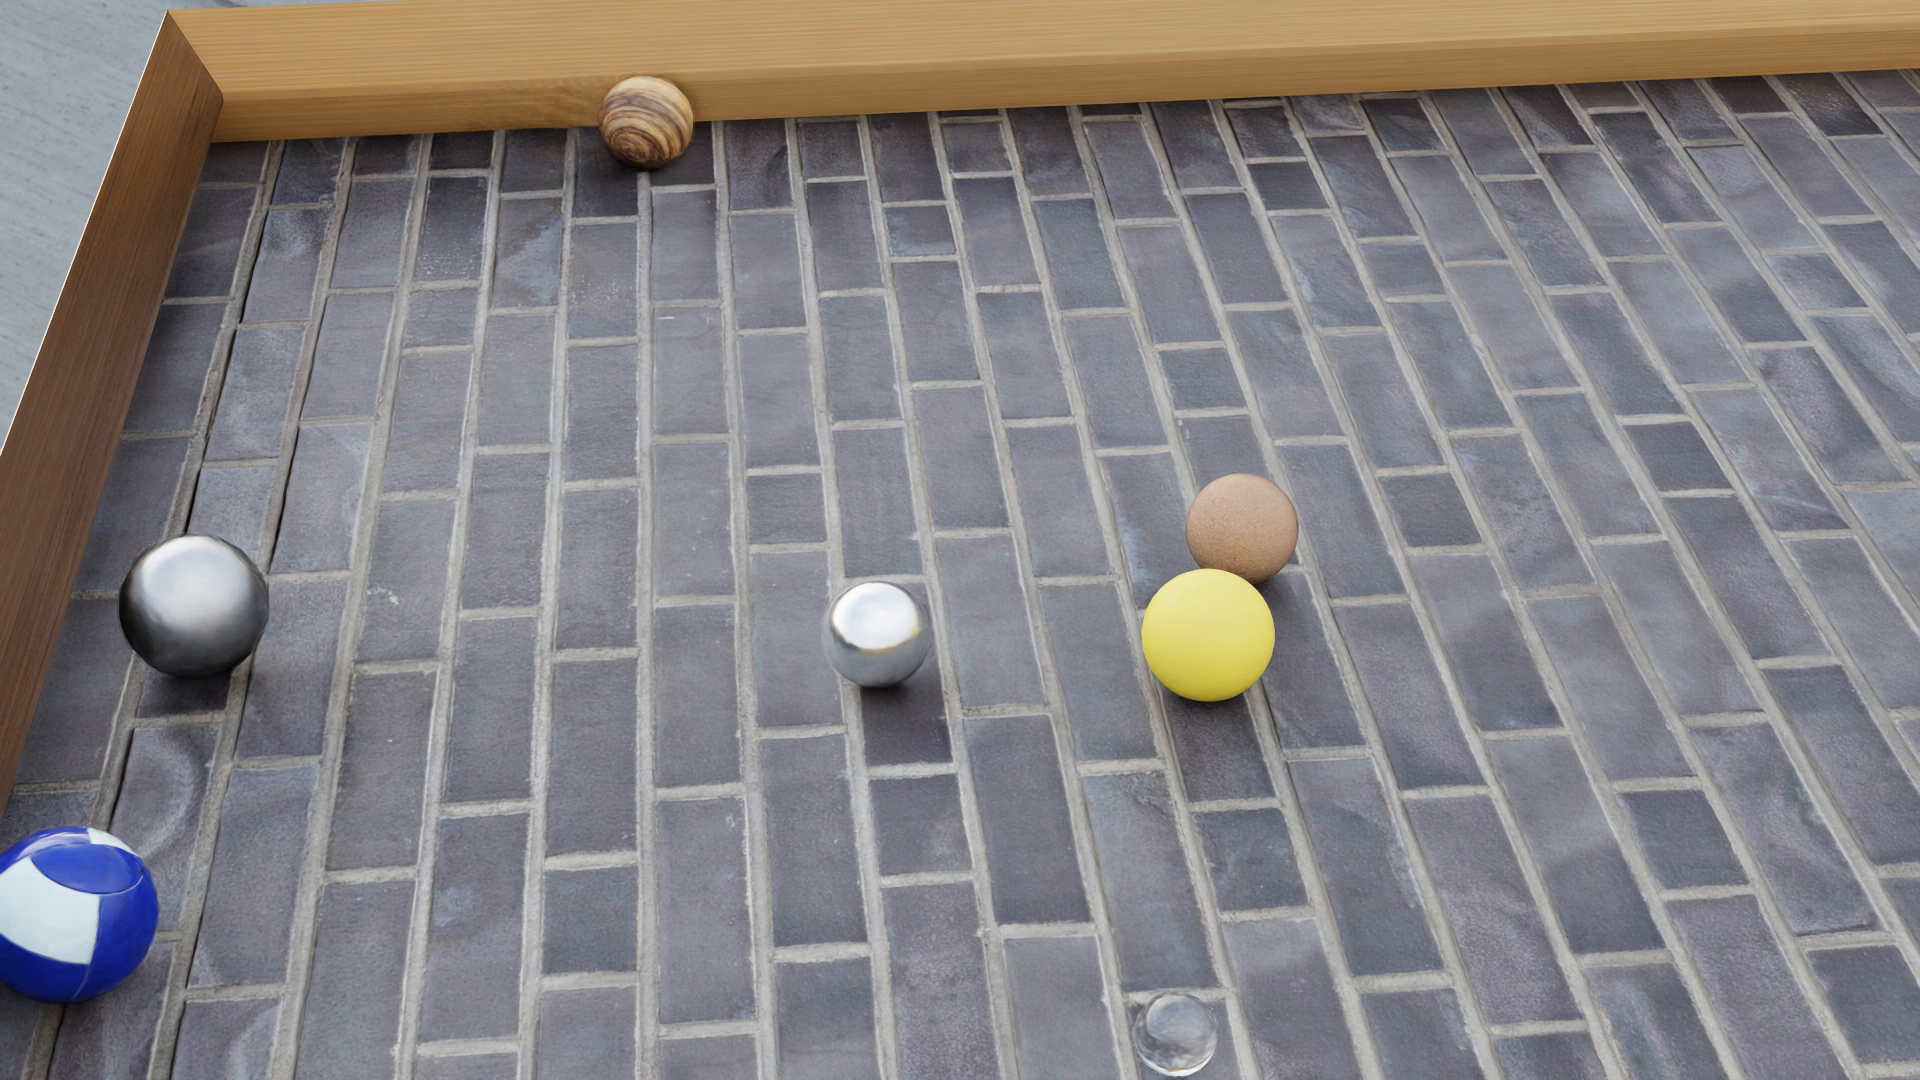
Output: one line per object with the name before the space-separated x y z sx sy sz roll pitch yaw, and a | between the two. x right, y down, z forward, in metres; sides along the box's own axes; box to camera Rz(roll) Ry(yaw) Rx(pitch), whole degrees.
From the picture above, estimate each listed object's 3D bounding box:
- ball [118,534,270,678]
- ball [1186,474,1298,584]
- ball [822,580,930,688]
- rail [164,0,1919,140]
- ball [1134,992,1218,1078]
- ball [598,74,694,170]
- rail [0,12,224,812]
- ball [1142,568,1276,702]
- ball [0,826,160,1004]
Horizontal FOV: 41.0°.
ball | -0.502 0.043 1.683 0.095 0.095 0.095 0 35 0
ball | 0.195 -0.007 1.770 0.078 0.078 0.078 0 35 0
ball | -0.055 0.062 1.678 0.071 0.071 0.071 0 35 0
rail | 0.557 -0.474 2.384 2.525 0.128 0.045 -3 35 -5
ball | 0.118 0.271 1.405 0.046 0.046 0.046 0 35 0
ball | -0.279 -0.371 2.279 0.084 0.084 0.084 0 35 0
rail | -0.605 0.014 1.695 0.045 0.128 1.499 -3 35 -5
ball | 0.161 0.062 1.665 0.086 0.086 0.086 0 35 0
ball | -0.502 0.211 1.444 0.098 0.098 0.098 0 35 0
